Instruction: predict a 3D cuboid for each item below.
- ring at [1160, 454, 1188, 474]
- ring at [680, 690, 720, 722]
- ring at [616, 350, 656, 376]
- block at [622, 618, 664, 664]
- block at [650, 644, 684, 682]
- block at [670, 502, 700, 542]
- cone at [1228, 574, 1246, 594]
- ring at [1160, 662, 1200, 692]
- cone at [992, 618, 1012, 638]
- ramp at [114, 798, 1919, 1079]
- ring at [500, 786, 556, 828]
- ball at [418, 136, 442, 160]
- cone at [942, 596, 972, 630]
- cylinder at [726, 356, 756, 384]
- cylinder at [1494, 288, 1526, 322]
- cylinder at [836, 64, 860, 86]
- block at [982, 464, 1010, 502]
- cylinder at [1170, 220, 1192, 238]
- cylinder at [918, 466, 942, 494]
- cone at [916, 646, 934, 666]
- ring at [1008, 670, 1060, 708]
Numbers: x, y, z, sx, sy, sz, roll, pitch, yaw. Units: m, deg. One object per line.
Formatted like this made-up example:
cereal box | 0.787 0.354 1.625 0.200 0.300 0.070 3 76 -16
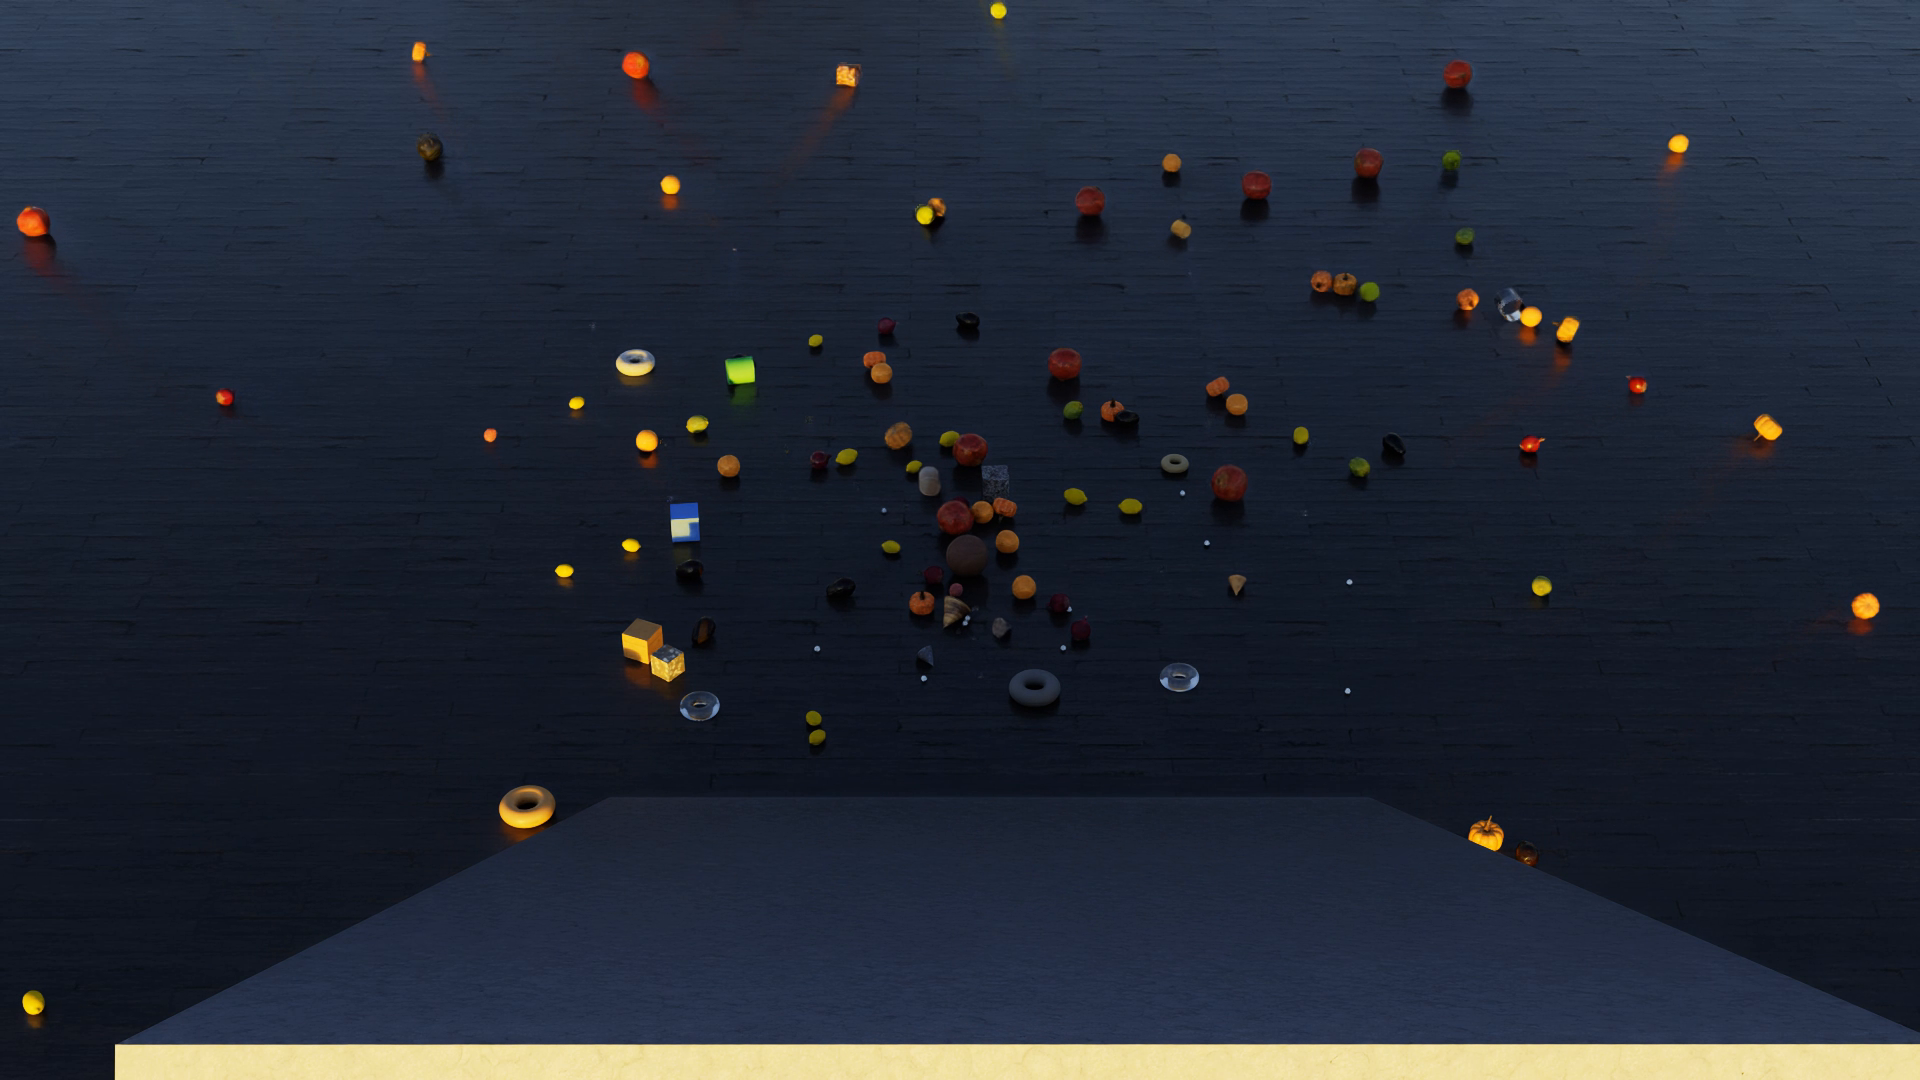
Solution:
ring | 0.684 -0.242 8.261 0.090 0.030 0.090 1 35 -1
ring | -0.726 0.463 7.248 0.111 0.037 0.111 0 36 0
ring | -1.094 -0.599 8.759 0.131 0.044 0.131 0 36 0
block | -0.910 0.290 7.455 0.082 0.082 0.082 15 38 21
block | -0.831 0.349 7.385 0.066 0.066 0.066 24 41 30
block | -0.841 -0.054 7.945 0.084 0.084 0.084 -4 35 -5
cone | 0.822 0.141 7.717 0.056 0.056 0.056 4 62 6
ring | 0.621 0.388 7.354 0.112 0.037 0.112 -1 34 1
cone | 0.134 0.256 7.553 0.058 0.058 0.058 4 24 -46
ramp | 0.077 0.664 4.834 2.000 0.100 4.000 0 -2 0
ring | -1.147 0.707 6.888 0.150 0.050 0.150 -1 35 1
ball | -2.044 -1.512 10.018 0.096 0.096 0.096 0 35 0
cone | -0.028 0.225 7.585 0.090 0.090 0.090 20 66 26
cylinder | -0.734 -0.567 8.675 0.086 0.086 0.086 -8 36 -11
cylinder | 1.913 -0.819 9.037 0.085 0.085 0.085 -5 35 -7
cylinder | -0.457 -1.891 10.575 0.077 0.077 0.077 11 36 14
block | 0.110 -0.176 8.121 0.082 0.082 0.082 -2 35 -3
cylinder | 0.810 -1.139 9.522 0.052 0.052 0.052 -26 42 -32
cylinder | -0.094 -0.185 8.146 0.068 0.068 0.068 -8 57 -12
cone | -0.090 0.340 7.434 0.055 0.055 0.055 -22 67 -28
ring | 0.210 0.416 7.305 0.146 0.049 0.146 -1 34 1
